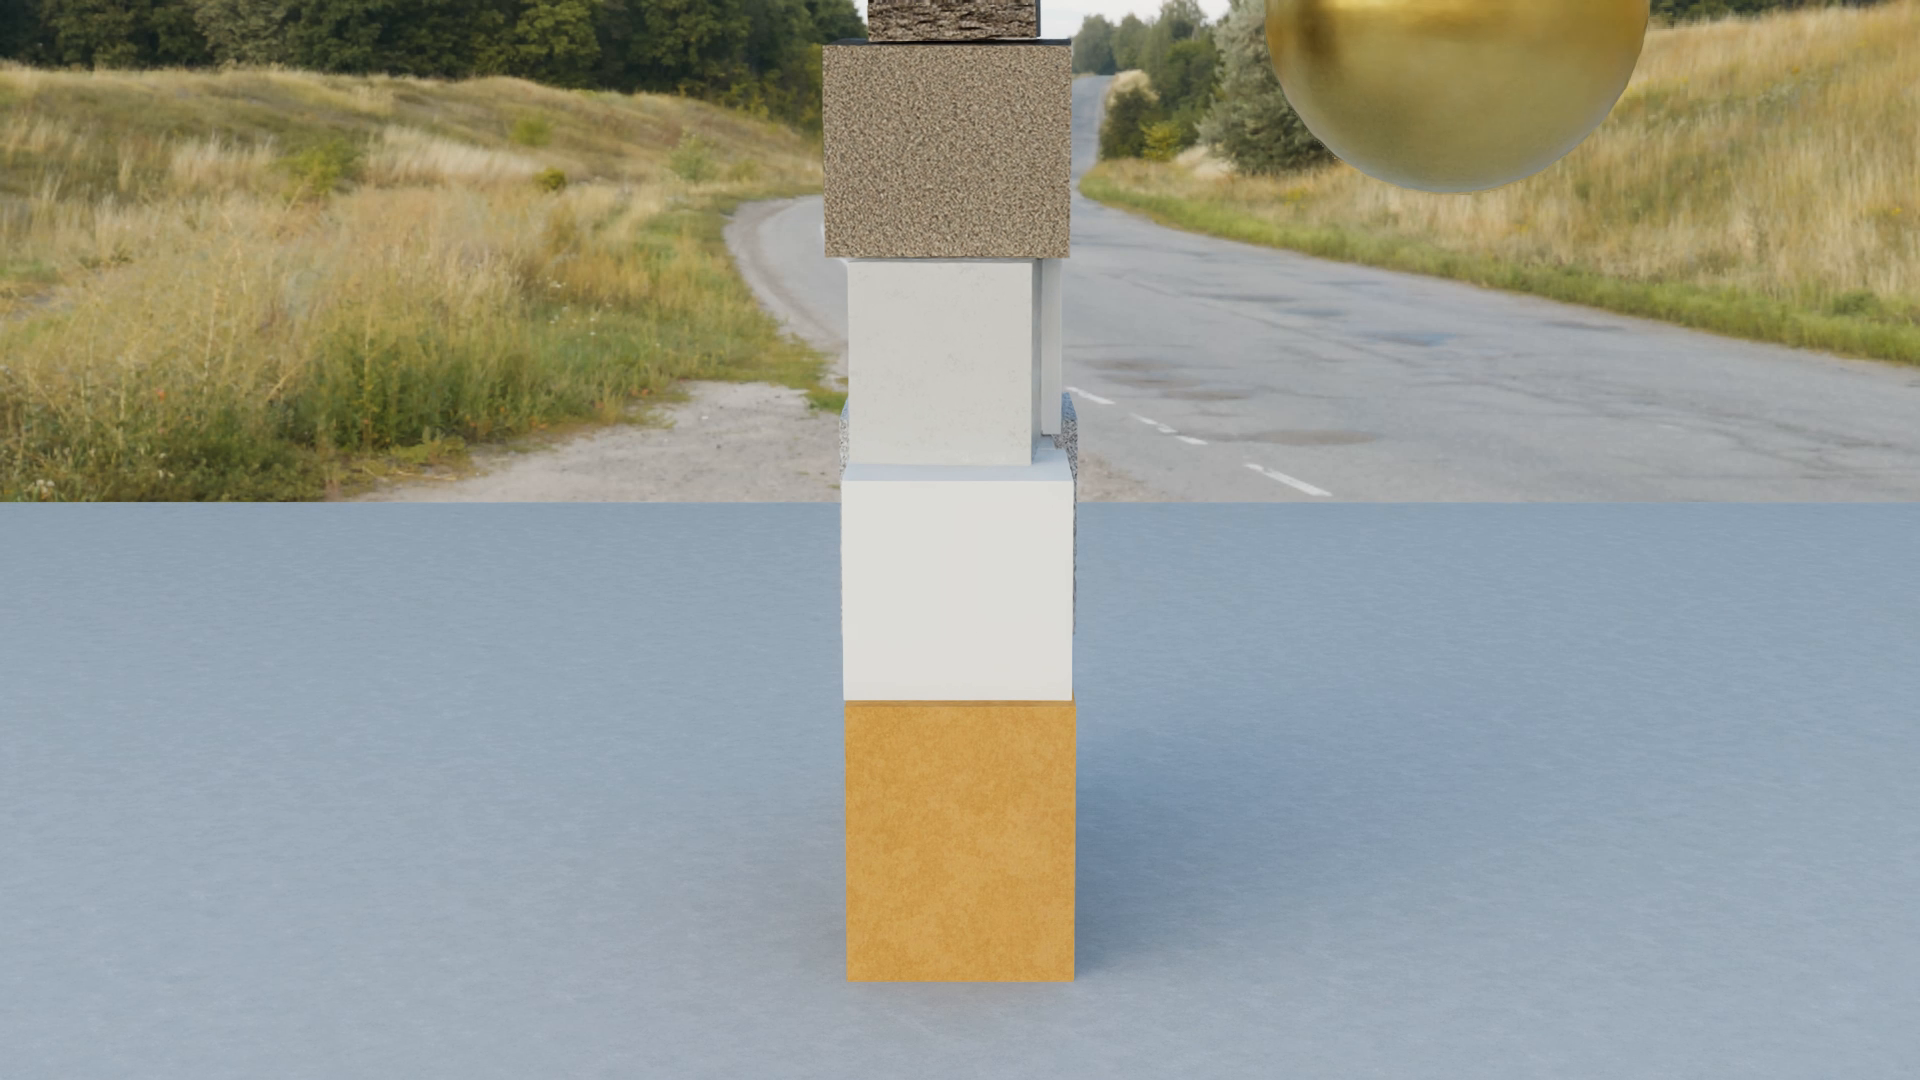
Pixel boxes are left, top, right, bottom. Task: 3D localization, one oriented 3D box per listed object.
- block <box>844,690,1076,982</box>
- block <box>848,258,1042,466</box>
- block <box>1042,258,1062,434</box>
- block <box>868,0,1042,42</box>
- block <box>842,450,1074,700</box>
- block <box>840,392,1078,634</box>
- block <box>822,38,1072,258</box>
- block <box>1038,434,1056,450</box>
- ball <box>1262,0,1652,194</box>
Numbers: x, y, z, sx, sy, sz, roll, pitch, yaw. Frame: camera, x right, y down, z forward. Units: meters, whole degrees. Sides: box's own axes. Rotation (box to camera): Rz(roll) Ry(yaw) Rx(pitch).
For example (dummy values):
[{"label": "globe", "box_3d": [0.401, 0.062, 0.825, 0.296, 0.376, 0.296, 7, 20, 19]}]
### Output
[{"label": "block", "box_3d": [0.002, 1.092, 10.468, 0.889, 1.106, 1.048, 0, 10, 0]}, {"label": "block", "box_3d": [-0.047, -0.765, 10.524, 0.726, 0.803, 0.785, 1, 11, 5]}, {"label": "block", "box_3d": [0.016, -0.951, 11.376, 0.845, 0.822, 0.783, 0, 14, 0]}, {"label": "block", "box_3d": [-0.022, -2.434, 10.617, 0.679, 0.713, 0.667, -1, 12, 4]}, {"label": "block", "box_3d": [-0.007, 0.124, 10.296, 0.886, 0.860, 0.840, 0, 10, 0]}, {"label": "block", "box_3d": [-0.006, -0.145, 11.987, 1.060, 0.977, 0.995, 0, 10, 0]}, {"label": "block", "box_3d": [-0.033, -1.655, 10.719, 0.986, 0.839, 1.019, 0, 13, 2]}, {"label": "block", "box_3d": [0.007, -0.014, 11.101, 0.779, 0.859, 0.771, 0, 9, 0]}, {"label": "ball", "box_3d": [2.074, -2.261, 10.769, 1.600, 1.600, 1.600, 0, 10, 0]}]
